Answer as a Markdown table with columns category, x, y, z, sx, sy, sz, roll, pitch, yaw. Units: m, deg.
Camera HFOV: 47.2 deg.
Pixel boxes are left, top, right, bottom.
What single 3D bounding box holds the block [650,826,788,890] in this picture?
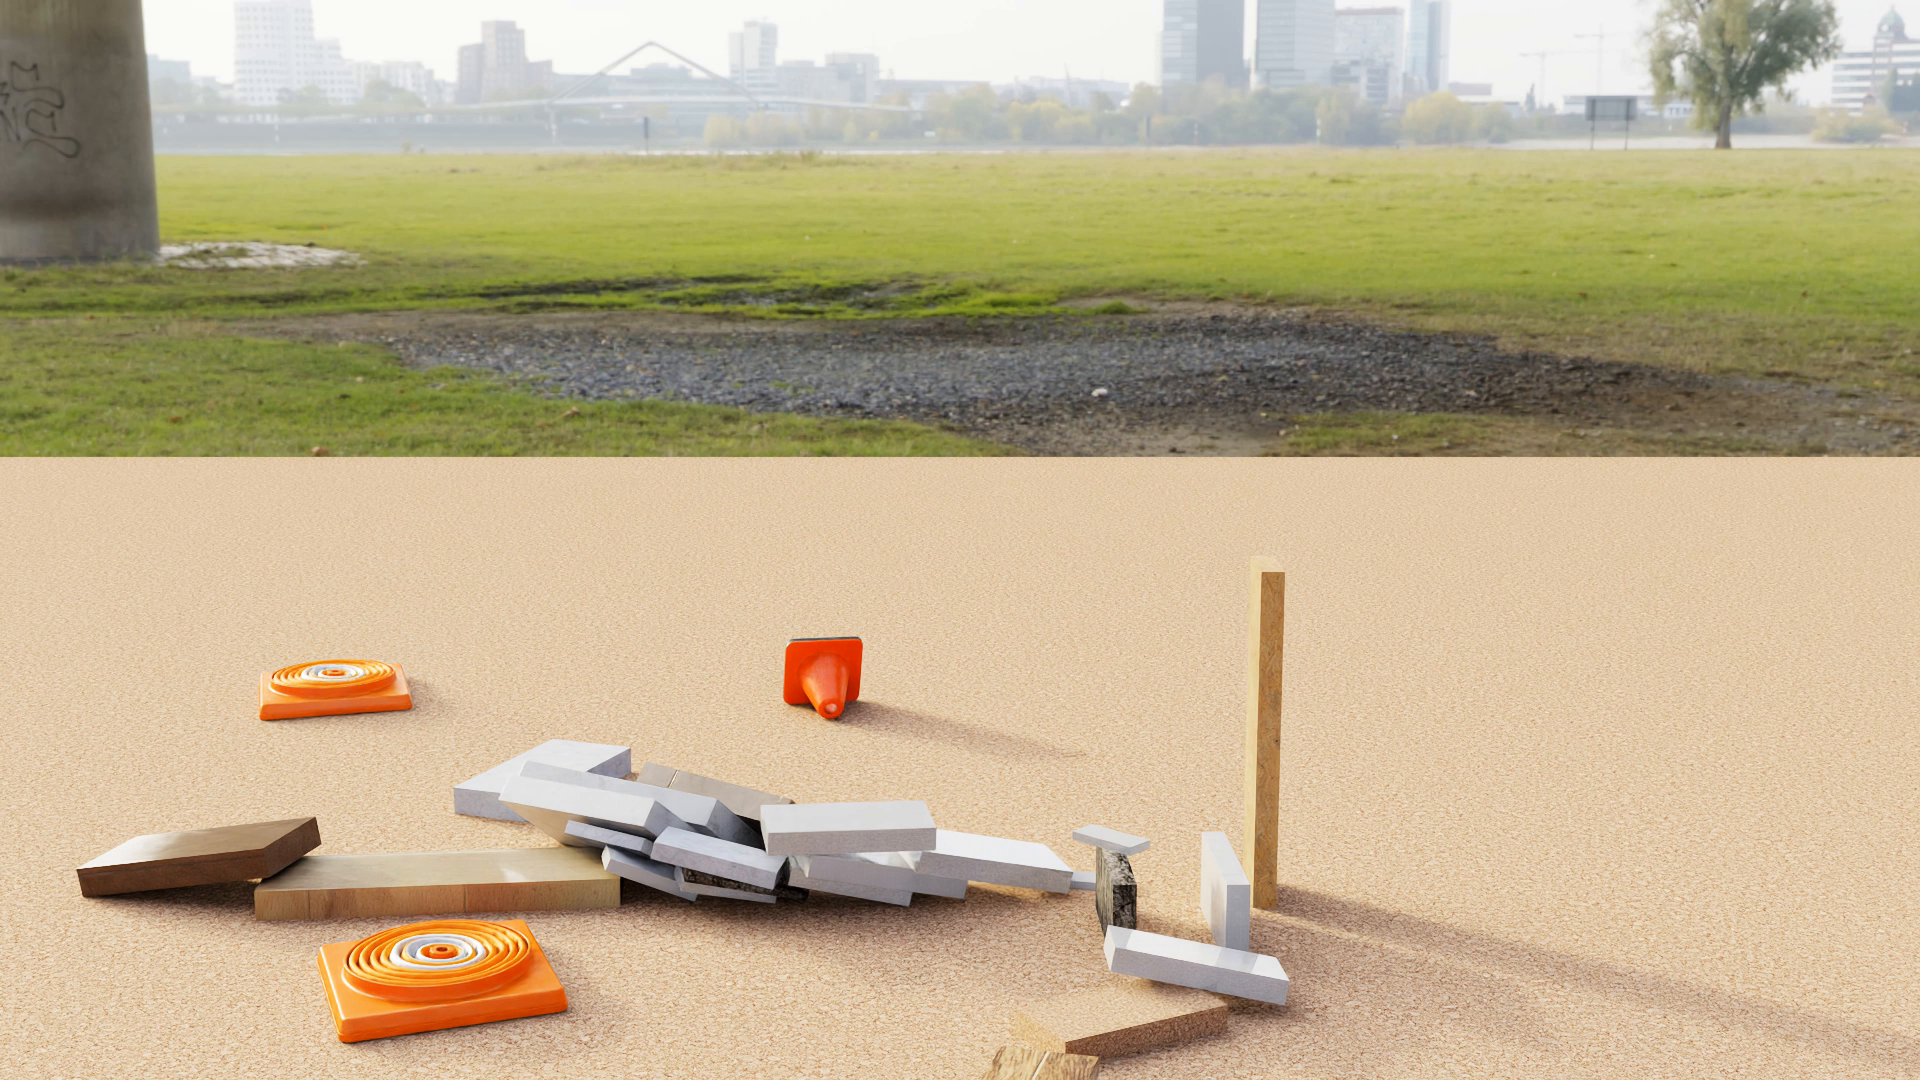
| category | x | y | z | sx | sy | sz | roll | pitch | yaw |
| --- | --- | --- | --- | --- | --- | --- | --- | --- | --- |
| block | -0.391 | 0.517 | 3.578 | 0.204 | 0.029 | 0.102 | 14 | 8 | 3 |

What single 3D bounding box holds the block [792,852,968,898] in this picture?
| category | x | y | z | sx | sy | sz | roll | pitch | yaw |
| --- | --- | --- | --- | --- | --- | --- | --- | --- | --- |
| block | -0.136 | 0.534 | 3.637 | 0.273 | 0.039 | 0.136 | 11 | 8 | -20 |

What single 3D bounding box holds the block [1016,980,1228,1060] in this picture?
| category | x | y | z | sx | sy | sz | roll | pitch | yaw |
| --- | --- | --- | --- | --- | --- | --- | --- | --- | --- |
| block | 0.228 | 0.676 | 3.102 | 0.268 | 0.038 | 0.134 | -6 | 12 | -28 |

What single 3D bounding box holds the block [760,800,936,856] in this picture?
| category | x | y | z | sx | sy | sz | roll | pitch | yaw |
| --- | --- | --- | --- | --- | --- | --- | --- | --- | --- |
| block | -0.184 | 0.471 | 3.600 | 0.273 | 0.039 | 0.136 | 0 | 12 | -10 |

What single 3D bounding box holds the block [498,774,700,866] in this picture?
| category | x | y | z | sx | sy | sz | roll | pitch | yaw |
| --- | --- | --- | --- | --- | --- | --- | --- | --- | --- |
| block | -0.609 | 0.484 | 3.777 | 0.348 | 0.049 | 0.174 | 4 | -29 | 36 |

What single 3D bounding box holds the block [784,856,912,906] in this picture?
| category | x | y | z | sx | sy | sz | roll | pitch | yaw |
| --- | --- | --- | --- | --- | --- | --- | --- | --- | --- |
| block | -0.187 | 0.557 | 3.633 | 0.204 | 0.029 | 0.102 | 12 | 8 | -13 |

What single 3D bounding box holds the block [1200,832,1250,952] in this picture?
| category | x | y | z | sx | sy | sz | roll | pitch | yaw |
| --- | --- | --- | --- | --- | --- | --- | --- | --- | --- |
| block | 0.417 | 0.562 | 3.469 | 0.036 | 0.128 | 0.256 | 0 | 11 | -2 |

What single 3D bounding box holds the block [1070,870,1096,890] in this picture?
| category | x | y | z | sx | sy | sz | roll | pitch | yaw |
| --- | --- | --- | --- | --- | --- | --- | --- | --- | --- |
| block | 0.228 | 0.576 | 3.706 | 0.101 | 0.014 | 0.050 | 3 | 11 | 15 |

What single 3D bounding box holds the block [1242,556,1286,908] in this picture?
| category | x | y | z | sx | sy | sz | roll | pitch | yaw |
| --- | --- | --- | --- | --- | --- | --- | --- | --- | --- |
| block | 0.499 | 0.314 | 3.617 | 0.038 | 0.561 | 0.134 | 0 | 11 | 0 |

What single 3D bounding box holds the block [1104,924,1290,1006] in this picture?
| category | x | y | z | sx | sy | sz | roll | pitch | yaw |
| --- | --- | --- | --- | --- | --- | --- | --- | --- | --- |
| block | 0.344 | 0.622 | 3.224 | 0.257 | 0.036 | 0.128 | 11 | 4 | -1 |

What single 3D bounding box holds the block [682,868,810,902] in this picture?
| category | x | y | z | sx | sy | sz | roll | pitch | yaw |
| --- | --- | --- | --- | --- | --- | --- | --- | --- | --- |
| block | -0.354 | 0.548 | 3.624 | 0.204 | 0.029 | 0.102 | 11 | 8 | -13 |

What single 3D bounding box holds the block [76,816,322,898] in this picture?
| category | x | y | z | sx | sy | sz | roll | pitch | yaw |
| --- | --- | --- | --- | --- | --- | --- | --- | --- | --- |
| block | -1.275 | 0.531 | 3.691 | 0.348 | 0.049 | 0.174 | -8 | 9 | 14 |

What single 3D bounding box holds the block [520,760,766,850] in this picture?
| category | x | y | z | sx | sy | sz | roll | pitch | yaw |
| --- | --- | --- | --- | --- | --- | --- | --- | --- | --- |
| block | -0.560 | 0.479 | 3.849 | 0.433 | 0.050 | 0.177 | 7 | -28 | 32 |

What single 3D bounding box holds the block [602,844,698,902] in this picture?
| category | x | y | z | sx | sy | sz | roll | pitch | yaw |
| --- | --- | --- | --- | --- | --- | --- | --- | --- | --- |
| block | -0.513 | 0.551 | 3.644 | 0.158 | 0.022 | 0.079 | 22 | 4 | -17 |

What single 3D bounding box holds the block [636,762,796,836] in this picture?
| category | x | y | z | sx | sy | sz | roll | pitch | yaw |
| --- | --- | --- | --- | --- | --- | --- | --- | --- | --- |
| block | -0.387 | 0.480 | 3.841 | 0.355 | 0.050 | 0.177 | 8 | -27 | 38 |

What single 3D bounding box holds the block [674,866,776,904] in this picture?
| category | x | y | z | sx | sy | sz | roll | pitch | yaw |
| --- | --- | --- | --- | --- | --- | --- | --- | --- | --- |
| block | -0.387 | 0.566 | 3.632 | 0.158 | 0.022 | 0.079 | 11 | 8 | -19 |

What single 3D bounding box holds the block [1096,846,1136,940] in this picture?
| category | x | y | z | sx | sy | sz | roll | pitch | yaw |
| --- | --- | --- | --- | --- | --- | --- | --- | --- | --- |
| block | 0.245 | 0.562 | 3.470 | 0.036 | 0.128 | 0.257 | 0 | 11 | -2 |

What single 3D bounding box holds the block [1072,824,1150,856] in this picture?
| category | x | y | z | sx | sy | sz | roll | pitch | yaw |
| --- | --- | --- | --- | --- | --- | --- | --- | --- | --- |
| block | 0.242 | 0.480 | 3.520 | 0.119 | 0.014 | 0.050 | 10 | 14 | 42 |

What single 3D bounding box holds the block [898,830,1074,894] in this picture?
| category | x | y | z | sx | sy | sz | roll | pitch | yaw |
| --- | --- | --- | --- | --- | --- | --- | --- | --- | --- |
| block | 0.037 | 0.532 | 3.673 | 0.273 | 0.039 | 0.136 | 11 | 8 | -21 |

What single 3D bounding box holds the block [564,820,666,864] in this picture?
| category | x | y | z | sx | sy | sz | roll | pitch | yaw |
| --- | --- | --- | --- | --- | --- | --- | --- | --- | --- |
| block | -0.576 | 0.506 | 3.687 | 0.158 | 0.022 | 0.079 | 8 | -18 | 28 |

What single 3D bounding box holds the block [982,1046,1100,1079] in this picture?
| category | x | y | z | sx | sy | sz | roll | pitch | yaw |
| --- | --- | --- | --- | --- | --- | --- | --- | --- | --- |
| block | 0.086 | 0.728 | 2.823 | 0.134 | 0.038 | 0.268 | 3 | 11 | 15 |

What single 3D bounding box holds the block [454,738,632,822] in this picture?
| category | x | y | z | sx | sy | sz | roll | pitch | yaw |
| --- | --- | --- | --- | --- | --- | --- | --- | --- | --- |
| block | -0.797 | 0.460 | 4.230 | 0.177 | 0.050 | 0.355 | 4 | 11 | 20 |

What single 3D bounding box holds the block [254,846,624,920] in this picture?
| category | x | y | z | sx | sy | sz | roll | pitch | yaw |
| --- | --- | --- | --- | --- | --- | --- | --- | --- | --- |
| block | -0.854 | 0.568 | 3.654 | 0.582 | 0.049 | 0.174 | -1 | 11 | -6 |
